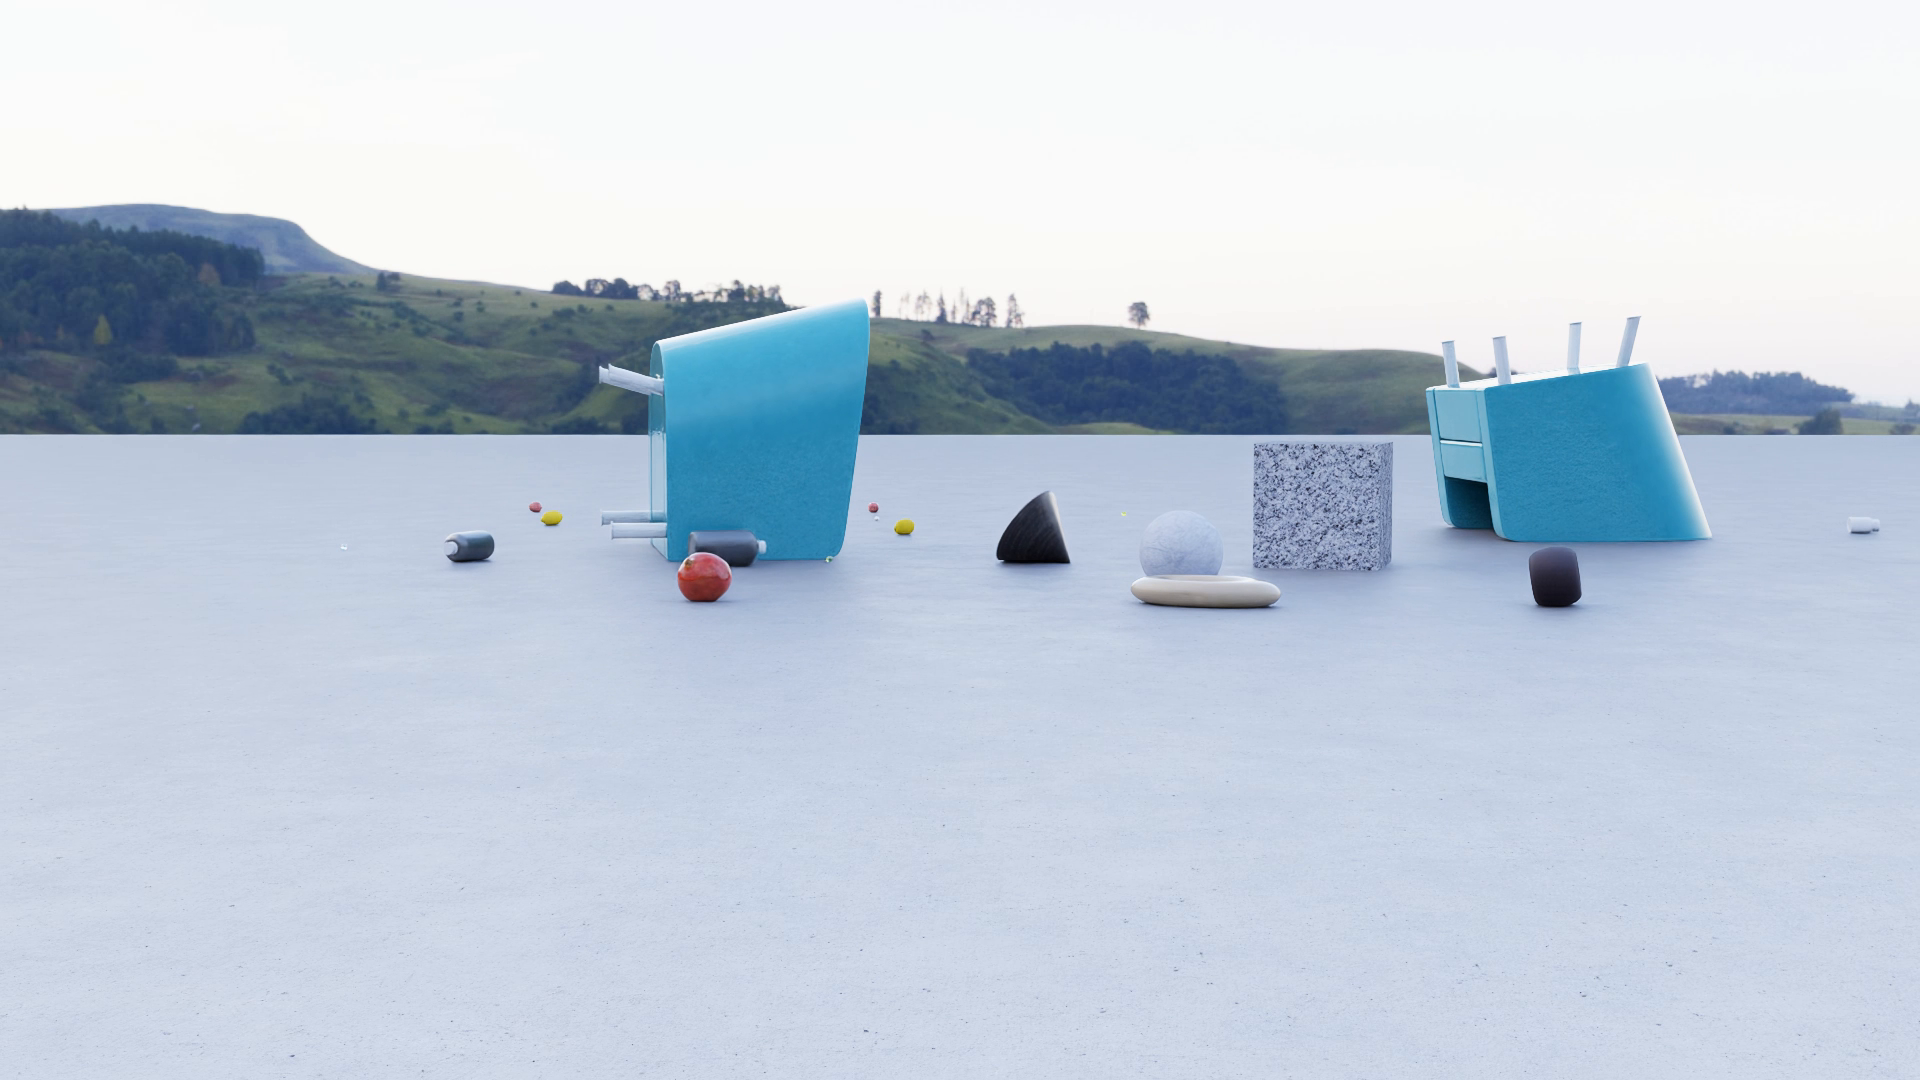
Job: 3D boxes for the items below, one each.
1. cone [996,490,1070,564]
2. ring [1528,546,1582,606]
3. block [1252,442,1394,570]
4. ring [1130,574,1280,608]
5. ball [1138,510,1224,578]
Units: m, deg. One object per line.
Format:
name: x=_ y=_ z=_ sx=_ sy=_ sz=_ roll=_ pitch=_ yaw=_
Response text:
cone: x=0.229 y=0.012 z=5.691 sx=0.156 sy=0.226 sz=0.291 roll=40 pitch=-2 yaw=15
ring: x=1.235 y=0.077 z=4.560 sx=0.095 sy=0.123 sz=0.210 roll=-8 pitch=-11 yaw=17
block: x=0.932 y=-0.093 z=5.627 sx=0.314 sy=0.311 sz=0.310 roll=1 pitch=4 yaw=17
ring: x=0.511 y=0.107 z=4.585 sx=0.322 sy=0.056 sz=0.181 roll=2 pitch=6 yaw=23
ball: x=0.484 y=0.027 z=4.811 sx=0.185 sy=0.185 sz=0.185 roll=0 pitch=4 yaw=0
